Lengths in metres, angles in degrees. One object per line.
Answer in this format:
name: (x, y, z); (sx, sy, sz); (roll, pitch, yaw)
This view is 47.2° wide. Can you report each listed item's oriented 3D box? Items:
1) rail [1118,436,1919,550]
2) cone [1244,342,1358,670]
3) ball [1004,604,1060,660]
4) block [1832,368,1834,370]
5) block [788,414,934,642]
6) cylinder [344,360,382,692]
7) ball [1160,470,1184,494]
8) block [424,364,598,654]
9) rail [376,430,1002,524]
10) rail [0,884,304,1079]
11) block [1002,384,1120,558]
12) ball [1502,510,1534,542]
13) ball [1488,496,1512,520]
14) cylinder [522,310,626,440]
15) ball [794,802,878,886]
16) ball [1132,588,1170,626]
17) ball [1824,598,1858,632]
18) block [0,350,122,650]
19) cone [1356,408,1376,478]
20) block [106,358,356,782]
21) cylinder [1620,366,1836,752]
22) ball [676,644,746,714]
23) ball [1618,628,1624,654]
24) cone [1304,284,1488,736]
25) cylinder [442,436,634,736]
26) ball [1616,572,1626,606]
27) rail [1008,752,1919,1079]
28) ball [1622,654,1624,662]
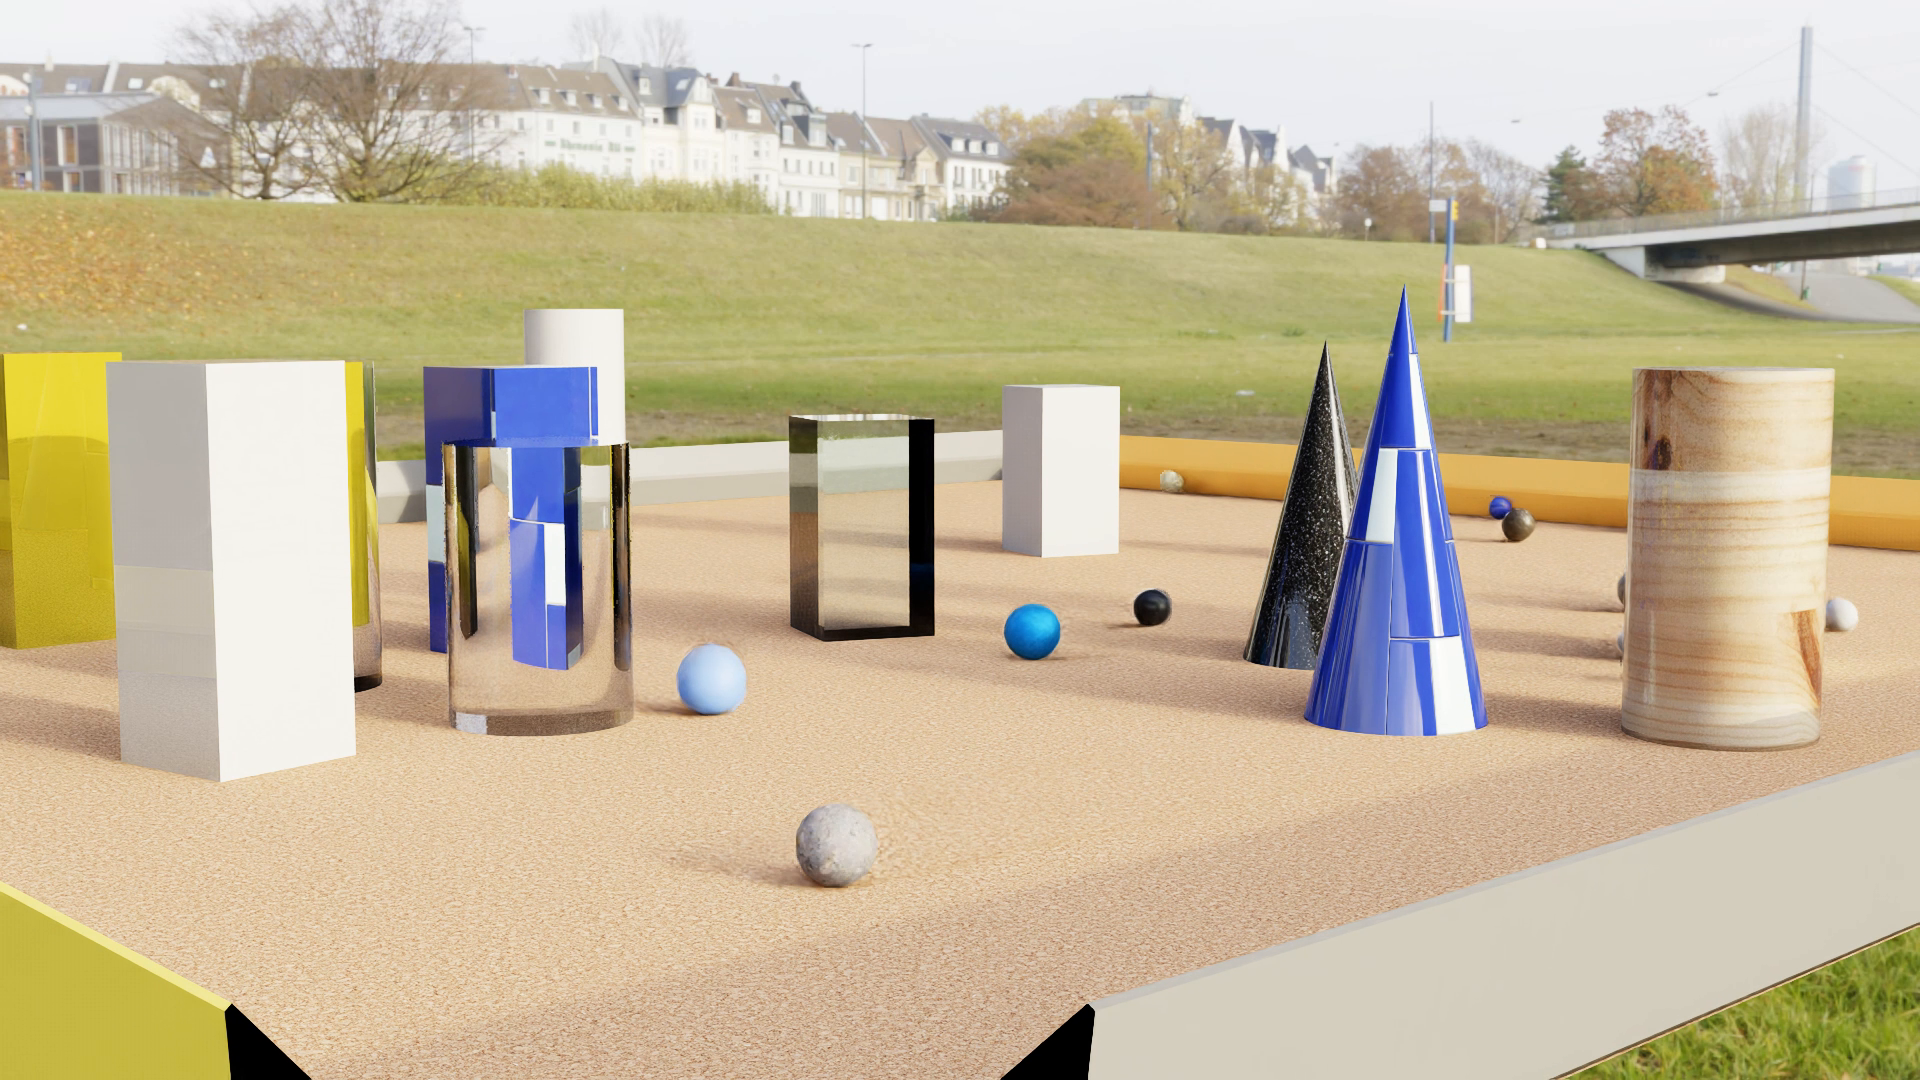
rail: (1.328, -0.093, 4.551); (0.045, 0.129, 3.520); (-5, 8, -42)
cone: (0.464, -0.052, 2.807); (0.199, 0.410, 0.199); (0, 6, 0)
ball: (0.093, 0.117, 2.816); (0.072, 0.072, 0.072); (0, 6, 0)
block: (1.004, -0.029, 2.771); (0.159, 0.372, 0.159); (3, 6, 24)
block: (-0.137, -0.021, 3.054); (0.159, 0.298, 0.159); (-2, 6, -21)
cylinder: (-0.792, -0.018, 2.604); (0.199, 0.385, 0.199); (0, 6, 0)
ball: (0.519, -0.141, 5.381); (0.055, 0.055, 0.055); (0, 6, 0)
block: (-0.584, -0.040, 2.876); (0.159, 0.373, 0.159); (6, 8, 43)
rail: (-1.177, -0.099, 4.601); (3.663, 0.129, 0.045); (-5, 8, -42)
rail: (-1.328, 0.161, 2.113); (0.045, 0.129, 3.520); (-5, 8, -42)
block: (0.186, -0.132, 4.075); (0.159, 0.306, 0.159); (-3, 7, -26)
ball: (1.079, -0.027, 4.251); (0.062, 0.062, 0.062); (0, 6, 0)
ball: (1.156, -0.068, 4.702); (0.049, 0.049, 0.049); (0, 6, 0)
cylinder: (-0.776, -0.240, 4.434); (0.199, 0.448, 0.199); (0, 6, 0)
ball: (-0.096, 0.237, 1.707); (0.064, 0.064, 0.064); (0, 6, 0)
ball: (0.271, 0.096, 3.110); (0.053, 0.053, 0.053); (0, 6, 0)
ball: (1.223, 0.105, 3.058); (0.047, 0.047, 0.047); (0, 6, 0)
block: (-1.246, -0.060, 2.989); (0.159, 0.389, 0.159); (6, 8, 43)
cone: (0.765, -0.159, 3.899); (0.199, 0.397, 0.199); (0, 6, 0)
block: (-0.719, 0.022, 2.174); (0.159, 0.395, 0.159); (4, 7, 35)
cylinder: (0.802, 0.013, 2.305); (0.199, 0.385, 0.199); (0, 6, 0)
ball: (-0.275, 0.154, 2.432); (0.078, 0.078, 0.078); (0, 6, 0)
ball: (0.869, 0.130, 2.827); (0.045, 0.045, 0.045); (0, 6, 0)
cone: (0.477, -0.040, 2.385); (0.199, 0.475, 0.199); (0, 6, 0)
cylinder: (-0.457, 0.045, 2.391); (0.199, 0.303, 0.199); (0, 6, 0)
ball: (1.007, 0.073, 3.249); (0.069, 0.069, 0.069); (0, 6, 0)
rail: (1.177, 0.166, 2.063); (3.663, 0.129, 0.045); (-5, 8, -42)
ball: (0.818, 0.147, 2.628); (0.052, 0.052, 0.052); (0, 6, 0)
